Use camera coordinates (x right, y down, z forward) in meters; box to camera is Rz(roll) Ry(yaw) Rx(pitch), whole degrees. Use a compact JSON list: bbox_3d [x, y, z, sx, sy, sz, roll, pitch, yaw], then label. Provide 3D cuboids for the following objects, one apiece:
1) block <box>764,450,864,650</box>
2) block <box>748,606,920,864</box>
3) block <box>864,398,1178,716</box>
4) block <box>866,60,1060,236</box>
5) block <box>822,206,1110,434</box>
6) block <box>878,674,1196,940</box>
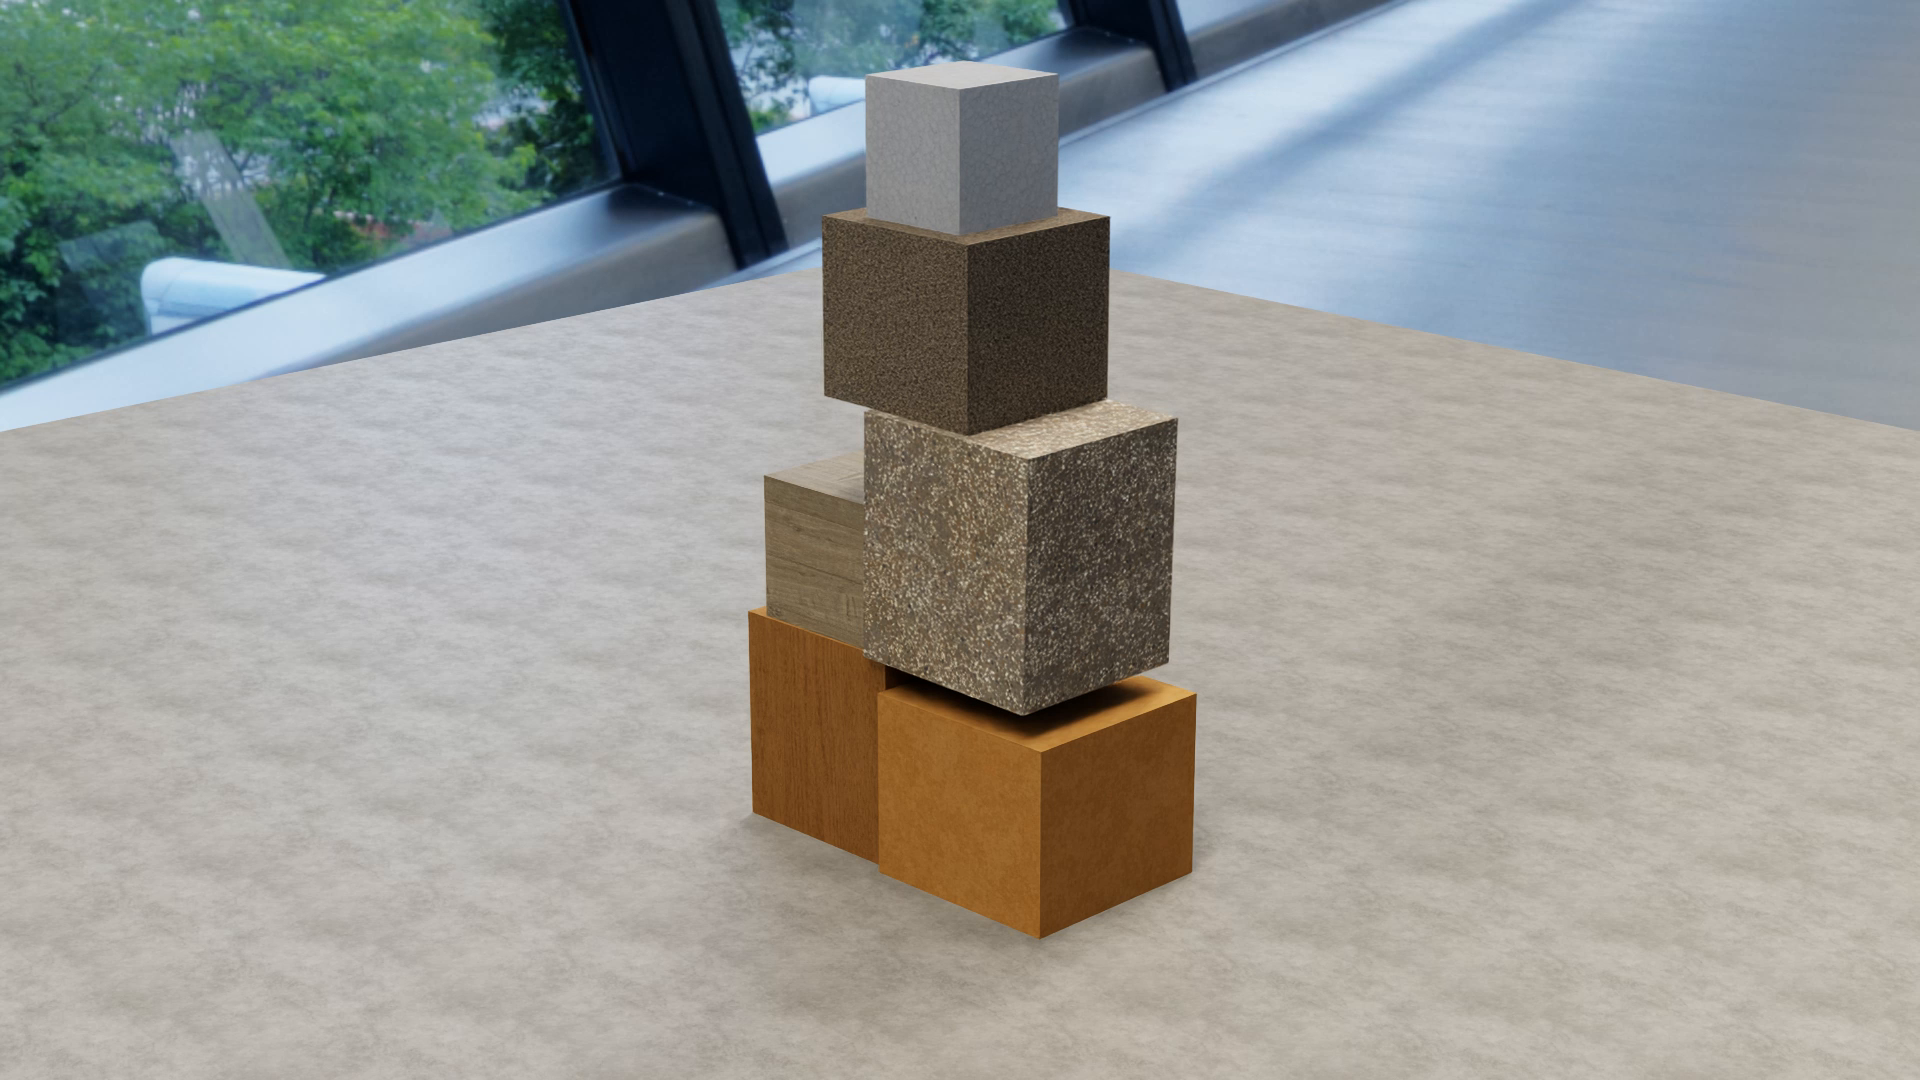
[{"bbox_3d":[-0.371,0.021,13.709,0.797,0.688,0.725,-17,24,-42],"label":"block"},{"bbox_3d":[-0.352,0.830,13.994,0.896,1.026,0.938,-17,24,-42],"label":"block"},{"bbox_3d":[0.259,-0.005,13.051,0.948,1.148,1.001,-17,25,-42],"label":"block"},{"bbox_3d":[0.009,-1.717,12.779,0.577,0.623,0.610,17,24,42],"label":"block"},{"bbox_3d":[0.026,-1.034,13.012,0.906,0.820,0.888,17,24,42],"label":"block"},{"bbox_3d":[0.348,1.109,13.352,1.019,0.877,1.017,-17,24,-42],"label":"block"}]
